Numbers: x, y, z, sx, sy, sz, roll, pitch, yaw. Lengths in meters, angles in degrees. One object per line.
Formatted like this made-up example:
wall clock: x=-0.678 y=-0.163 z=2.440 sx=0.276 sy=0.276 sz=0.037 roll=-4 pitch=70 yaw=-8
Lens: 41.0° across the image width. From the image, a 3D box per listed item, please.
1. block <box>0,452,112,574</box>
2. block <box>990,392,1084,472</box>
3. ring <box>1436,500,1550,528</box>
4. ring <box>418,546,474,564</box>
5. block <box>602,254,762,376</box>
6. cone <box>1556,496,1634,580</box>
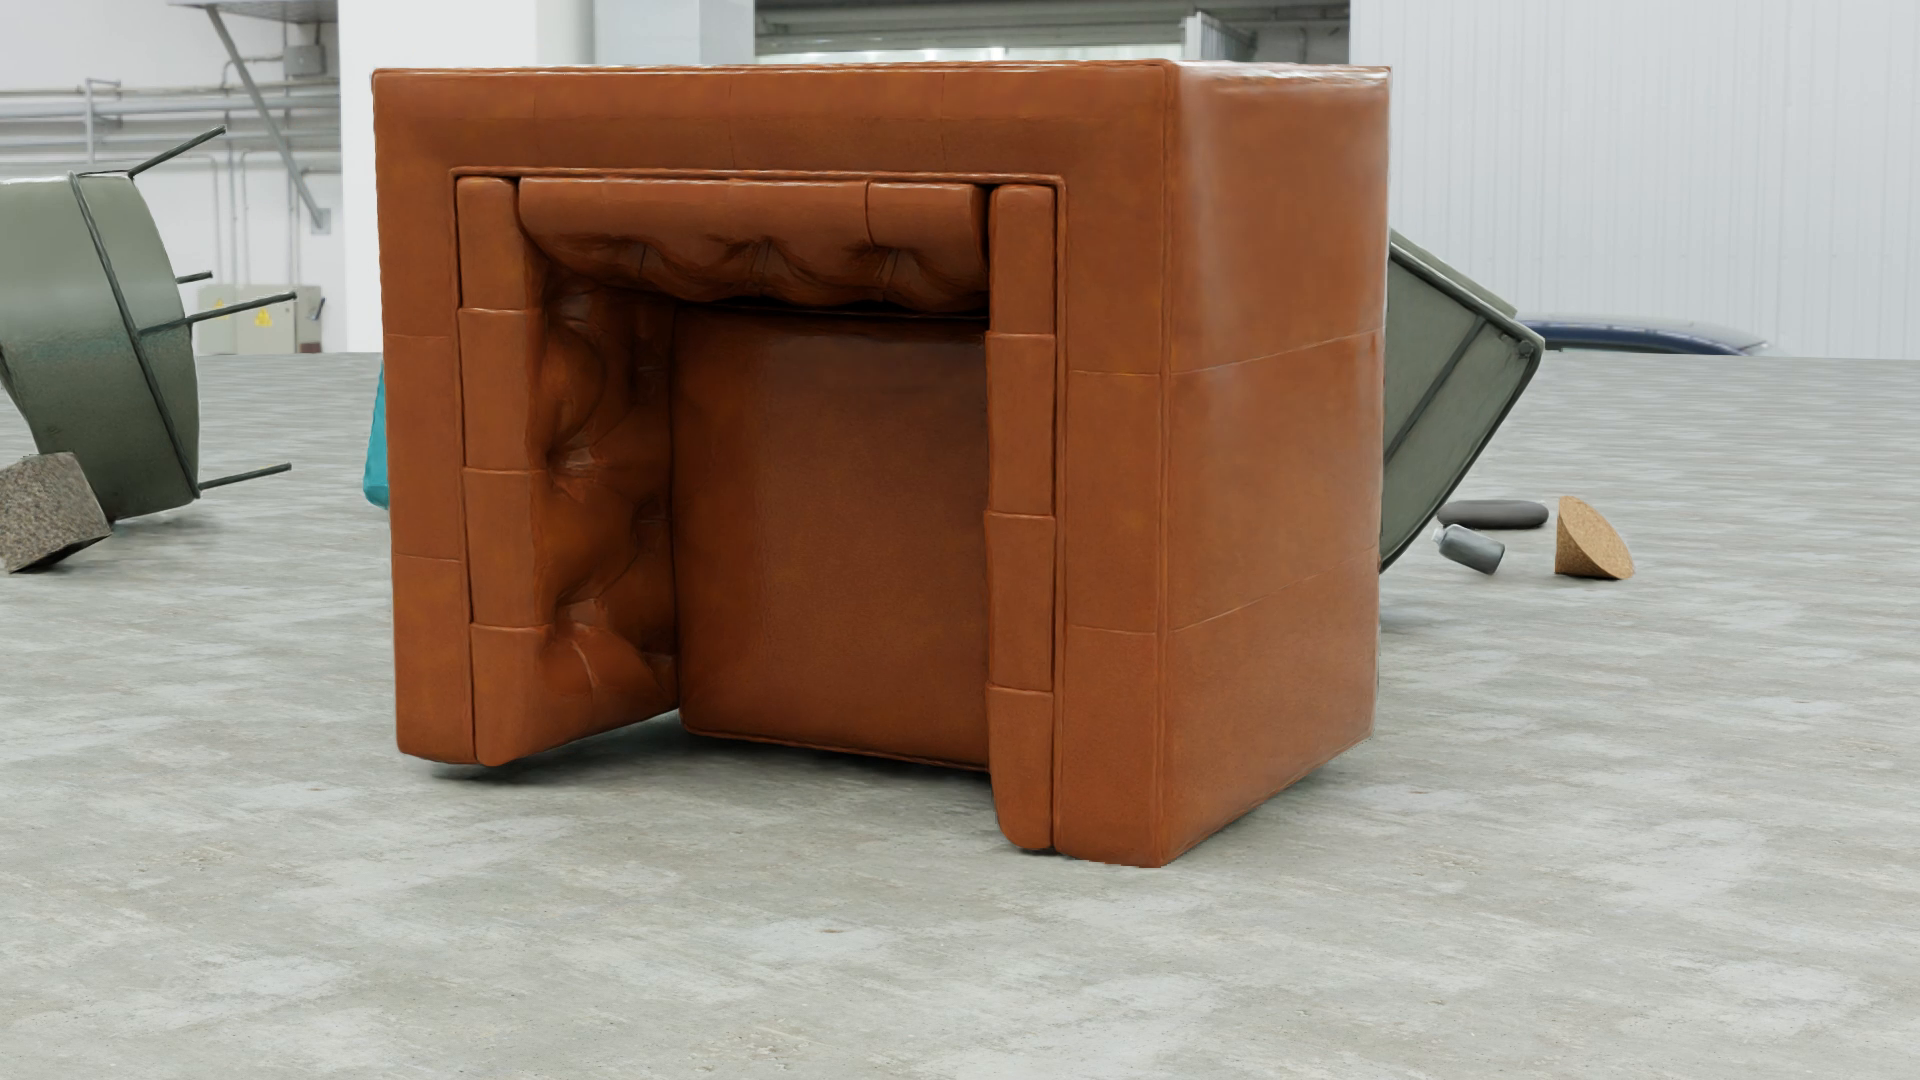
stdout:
block: x=-2.066 y=-0.064 z=5.769 sx=0.160 sy=0.210 sz=0.214 roll=-25 pitch=3 yaw=8
block: x=0.253 y=-0.358 z=8.518 sx=0.255 sy=0.223 sz=0.303 roll=-3 pitch=-3 yaw=-7
ring: x=1.405 y=-0.068 z=6.770 sx=0.295 sy=0.062 sz=0.275 roll=-1 pitch=5 yaw=0
ring: x=-1.183 y=0.034 z=5.906 sx=0.116 sy=0.036 sz=0.150 roll=-3 pitch=3 yaw=-43
block: x=-0.521 y=-0.421 z=4.839 sx=0.136 sy=0.174 sz=0.262 roll=45 pitch=14 yaw=10
cone: x=1.360 y=0.034 z=5.664 sx=0.126 sy=0.230 sz=0.302 roll=-46 pitch=-3 yaw=26
